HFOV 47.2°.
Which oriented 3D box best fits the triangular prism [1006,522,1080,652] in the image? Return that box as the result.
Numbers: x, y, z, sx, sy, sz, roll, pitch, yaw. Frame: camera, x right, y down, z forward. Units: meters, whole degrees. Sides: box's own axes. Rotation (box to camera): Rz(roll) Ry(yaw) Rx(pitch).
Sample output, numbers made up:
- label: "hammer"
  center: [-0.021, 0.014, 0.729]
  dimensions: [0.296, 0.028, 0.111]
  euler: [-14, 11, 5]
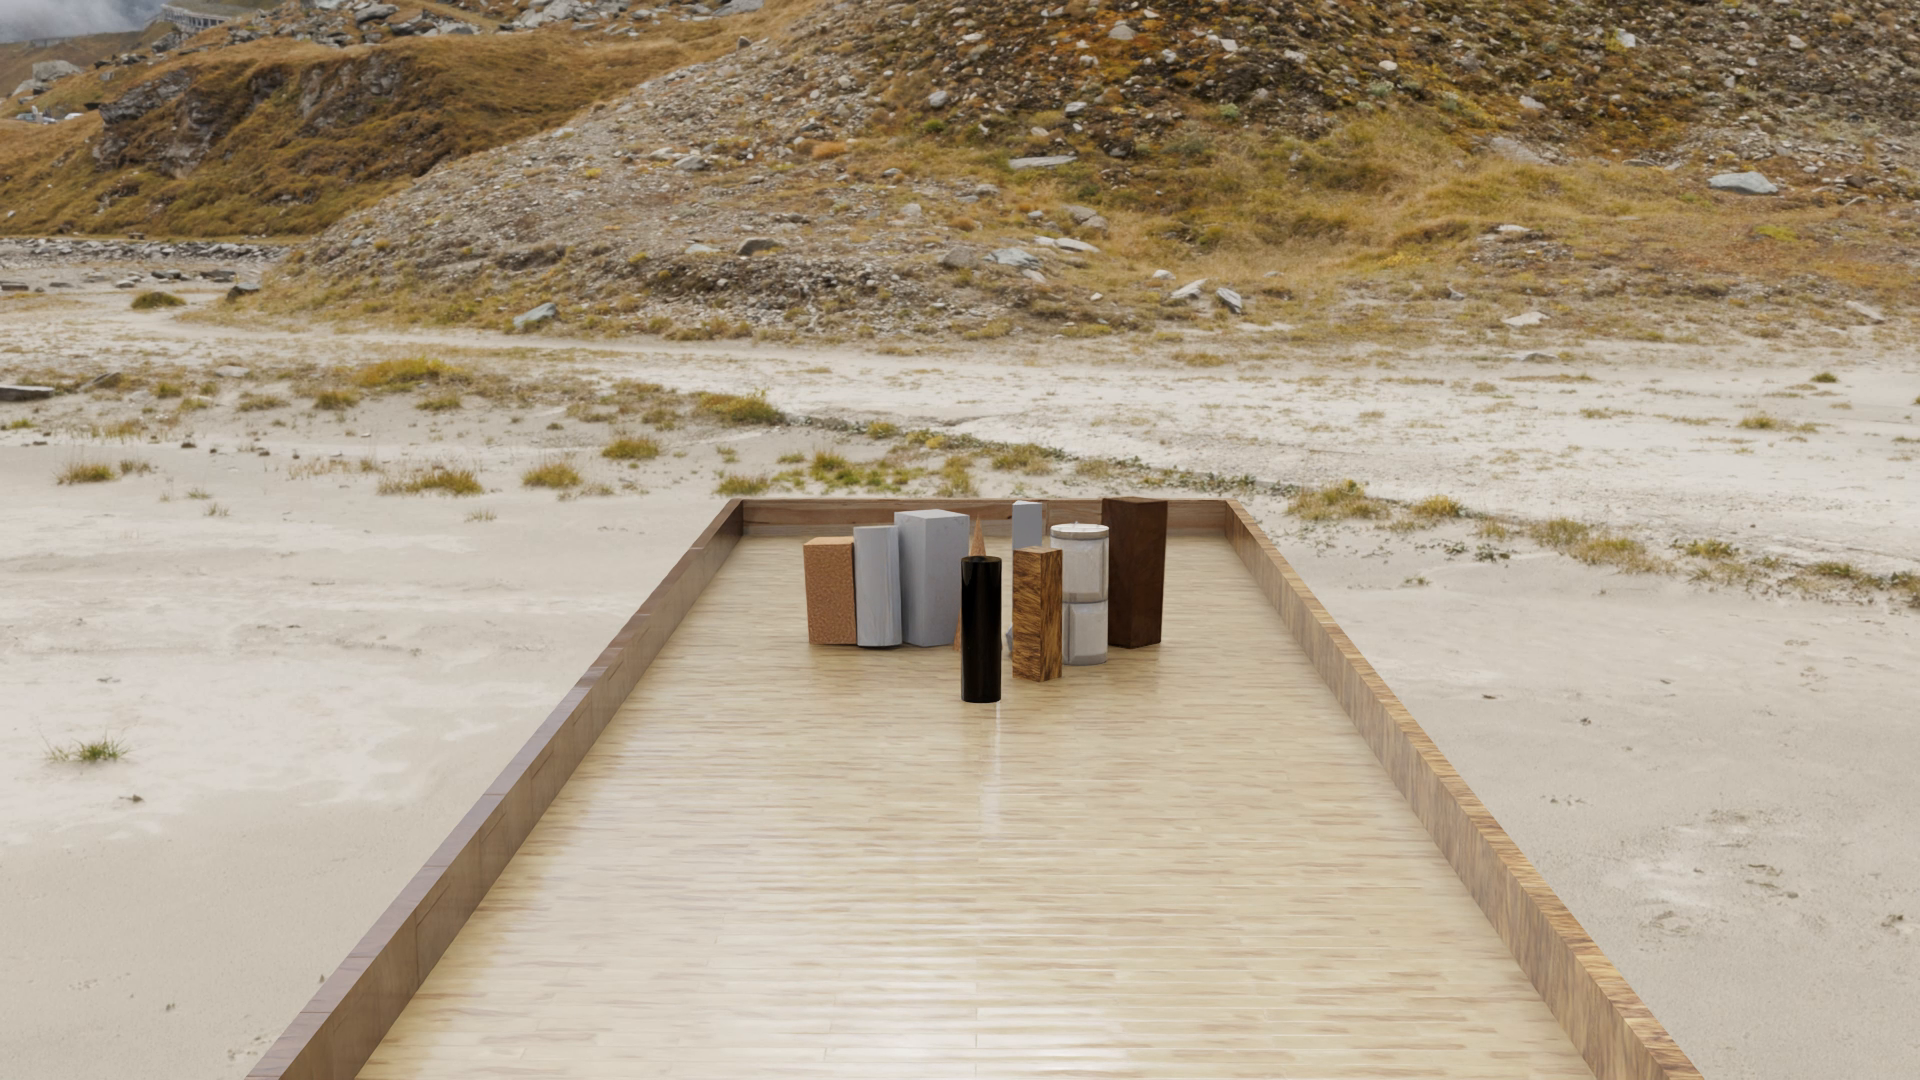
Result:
- label: "triangular prism"
  center: [0.285, 0.161, 6.857]
  dimensions: [0.121, 0.441, 0.105]
  euler: [36, -21, -8]

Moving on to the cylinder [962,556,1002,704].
- label: "cylinder"
  center: [0.059, 0.250, 6.159]
  dimensions: [0.114, 0.399, 0.114]
  euler: [0, 9, 0]

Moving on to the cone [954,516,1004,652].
- label: "cone"
  center: [0.057, 0.125, 6.841]
  dimensions: [0.157, 0.431, 0.157]
  euler: [0, 9, 0]

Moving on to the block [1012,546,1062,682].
- label: "block"
  center: [0.227, 0.215, 6.437]
  dimensions: [0.103, 0.380, 0.103]
  euler: [8, 12, 40]

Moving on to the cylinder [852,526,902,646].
- label: "cylinder"
  center: [-0.258, 0.142, 6.893]
  dimensions: [0.141, 0.368, 0.141]
  euler: [-2, 3, 0]

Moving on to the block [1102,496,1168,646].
- label: "block"
  center: [0.541, 0.097, 6.931]
  dimensions: [0.146, 0.452, 0.146]
  euler: [-5, 10, -45]

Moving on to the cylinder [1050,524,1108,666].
- label: "cylinder"
  center: [0.362, 0.164, 6.674]
  dimensions: [0.176, 0.407, 0.176]
  euler: [0, 9, 0]

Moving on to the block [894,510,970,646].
- label: "block"
  center: [-0.093, 0.118, 6.958]
  dimensions: [0.170, 0.405, 0.170]
  euler: [-5, 10, -37]

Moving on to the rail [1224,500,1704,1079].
- label: "rail"
  center: [1.046, 0.843, 3.208]
  dimensions: [0.050, 0.150, 12.000]
  euler: [0, 9, 1]

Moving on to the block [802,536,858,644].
- label: "block"
  center: [-0.393, 0.158, 6.972]
  dimensions: [0.155, 0.317, 0.155]
  euler: [-1, 9, 12]

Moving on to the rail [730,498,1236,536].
- label: "rail"
  center: [0.099, -0.098, 9.147]
  dimensions: [2.100, 0.150, 0.050]
  euler: [0, 9, 1]

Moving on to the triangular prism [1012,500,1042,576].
- label: "triangular prism"
  center: [0.198, 0.101, 6.953]
  dimensions: [0.097, 0.445, 0.084]
  euler: [-3, 10, -19]

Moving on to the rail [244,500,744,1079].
- label: "rail"
  center: [-1.004, 0.839, 3.234]
  dimensions: [0.050, 0.150, 12.000]
  euler: [0, 9, 1]
